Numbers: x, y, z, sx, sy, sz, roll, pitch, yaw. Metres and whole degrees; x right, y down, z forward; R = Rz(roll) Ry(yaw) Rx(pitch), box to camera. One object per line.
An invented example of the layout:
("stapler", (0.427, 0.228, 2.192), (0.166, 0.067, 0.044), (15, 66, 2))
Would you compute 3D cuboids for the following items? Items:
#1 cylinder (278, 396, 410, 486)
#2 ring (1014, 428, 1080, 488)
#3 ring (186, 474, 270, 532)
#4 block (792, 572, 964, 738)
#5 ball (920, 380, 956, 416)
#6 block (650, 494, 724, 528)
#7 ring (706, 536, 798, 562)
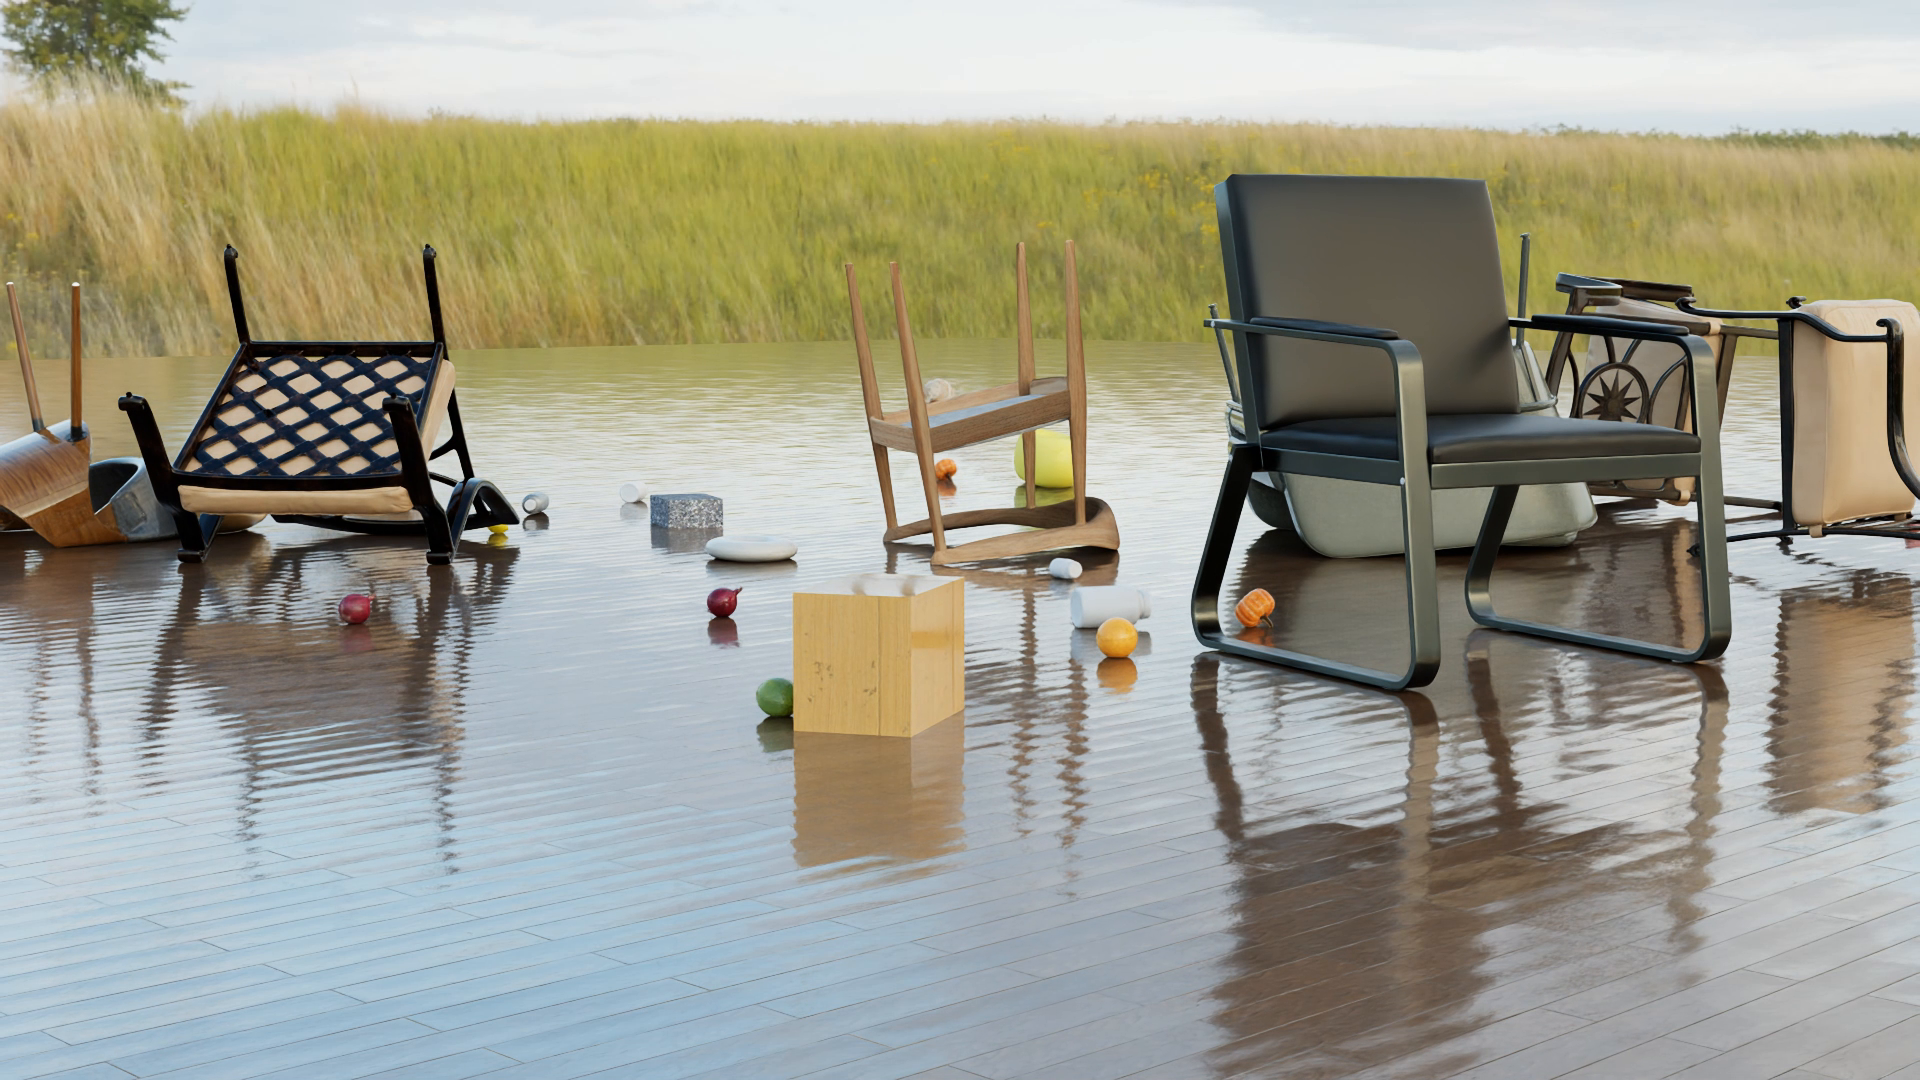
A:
("cylinder", (-1.949, -0.313, 8.102), (0.312, 0.273, 0.314), (-4, -10, -35))
("ring", (0.278, -0.260, 8.161), (0.194, 0.159, 0.465), (7, 7, -11))
("ring", (-1.886, -0.094, 6.610), (0.147, 0.150, 0.435), (-11, 2, -2))
("block", (-0.117, 0.166, 3.811), (0.179, 0.202, 0.258), (2, 6, 17))
("ball", (-0.104, -0.672, 12.096), (0.172, 0.172, 0.172), (0, 6, 0))
("block", (-0.726, -0.078, 6.809), (0.147, 0.074, 0.196), (-2, 6, -21))
("ring", (-0.488, 0.020, 6.002), (0.211, 0.046, 0.230), (-4, 8, -39))
